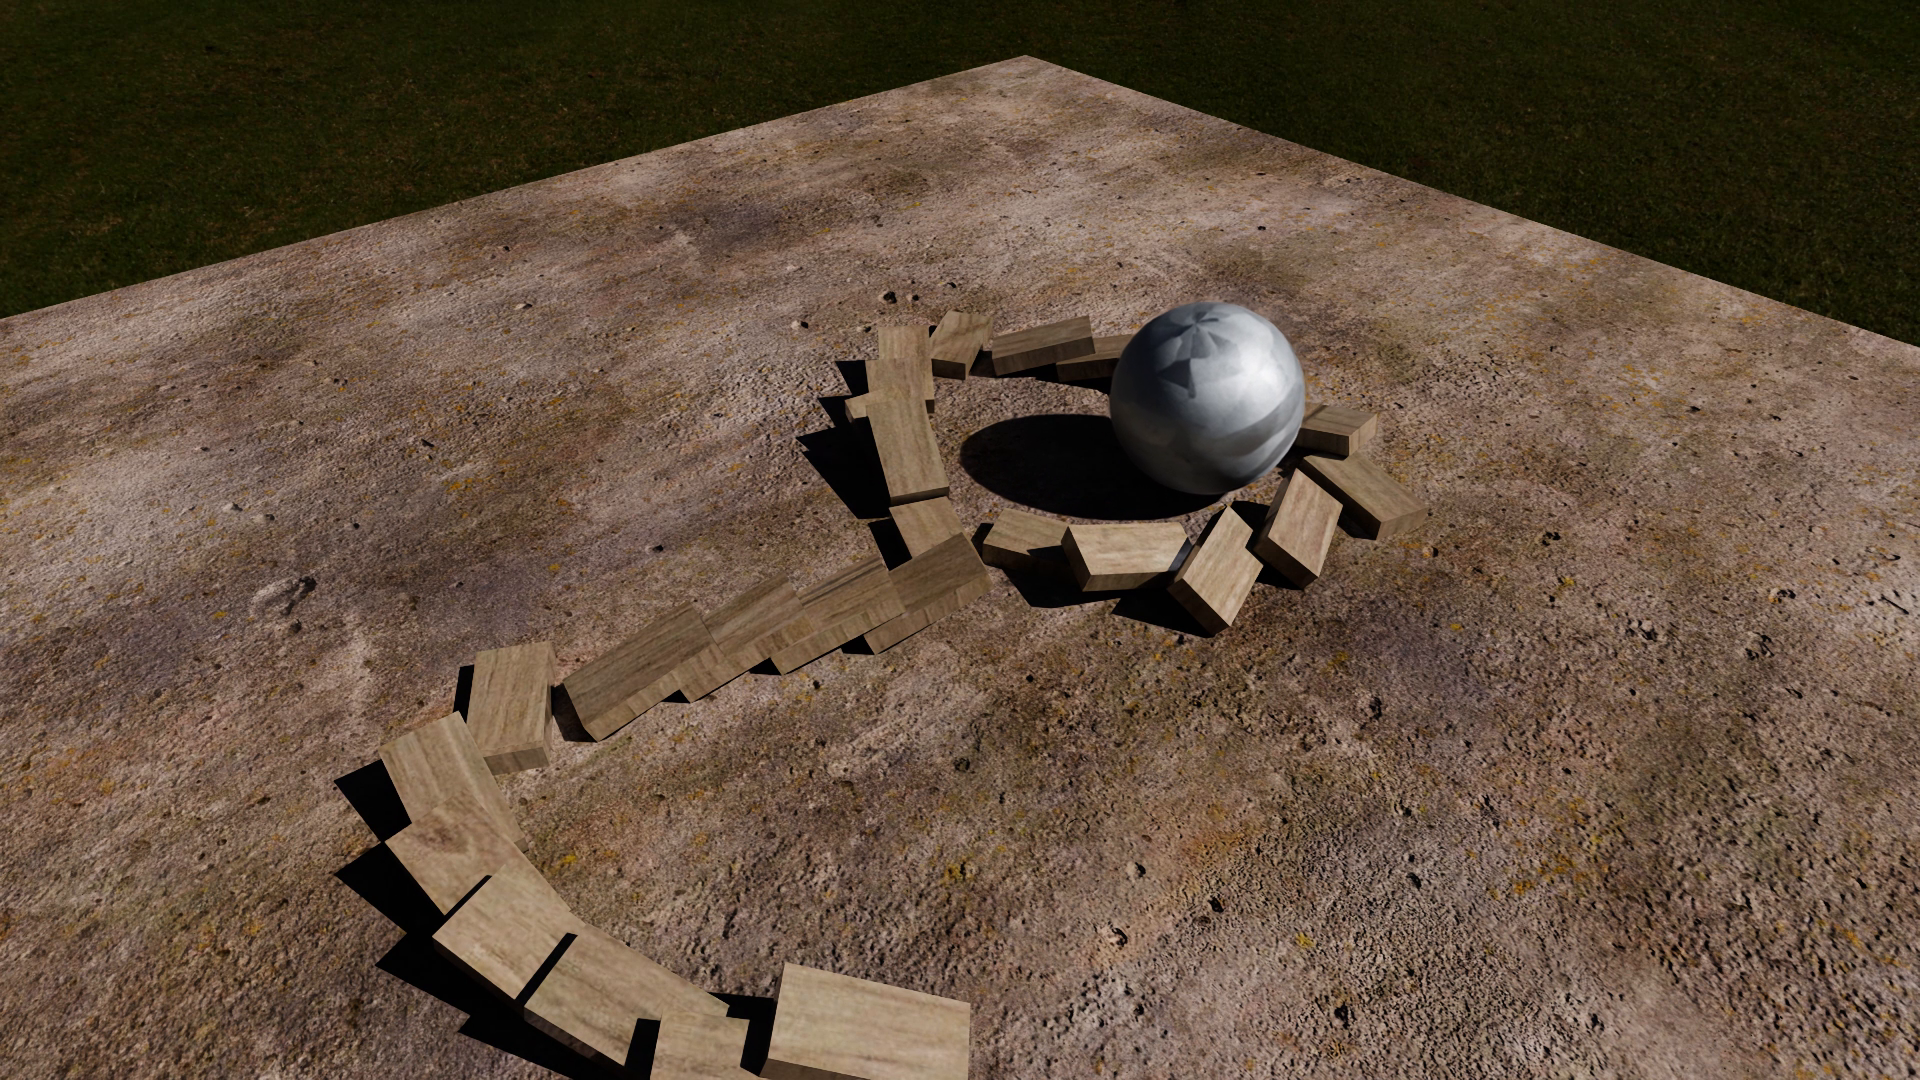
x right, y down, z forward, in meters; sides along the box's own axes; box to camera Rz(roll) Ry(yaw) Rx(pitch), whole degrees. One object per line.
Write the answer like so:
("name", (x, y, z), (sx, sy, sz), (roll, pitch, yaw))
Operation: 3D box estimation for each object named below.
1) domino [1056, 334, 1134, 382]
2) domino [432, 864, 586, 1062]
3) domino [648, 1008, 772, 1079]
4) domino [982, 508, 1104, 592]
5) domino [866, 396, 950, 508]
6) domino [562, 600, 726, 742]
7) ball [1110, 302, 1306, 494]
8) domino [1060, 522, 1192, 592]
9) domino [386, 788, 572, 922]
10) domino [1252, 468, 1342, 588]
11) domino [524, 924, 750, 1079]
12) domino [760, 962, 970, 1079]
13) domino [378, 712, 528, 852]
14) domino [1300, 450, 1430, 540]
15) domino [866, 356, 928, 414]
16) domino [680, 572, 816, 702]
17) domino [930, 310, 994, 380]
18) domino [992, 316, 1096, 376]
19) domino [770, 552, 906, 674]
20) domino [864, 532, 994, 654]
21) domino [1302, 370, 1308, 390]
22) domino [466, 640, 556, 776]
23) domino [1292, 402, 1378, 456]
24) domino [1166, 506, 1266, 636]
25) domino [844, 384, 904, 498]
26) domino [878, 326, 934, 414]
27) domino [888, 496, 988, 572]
("domino", (0.075, -0.091, 0.543), (0.050, 0.009, 0.025), (-3, 35, 22))
("domino", (-0.112, 0.113, 0.295), (0.050, 0.010, 0.025), (32, 47, 10))
("domino", (-0.051, 0.133, 0.270), (0.050, 0.009, 0.025), (13, 38, -12))
("domino", (0.037, 0.004, 0.439), (0.050, 0.010, 0.025), (14, 41, 17))
("domino", (-0.023, -0.038, 0.469), (0.025, 0.010, 0.050), (-11, 58, -10))
("domino", (-0.109, 0.044, 0.378), (0.050, 0.009, 0.025), (-33, 48, -12))
("ball", (0.103, -0.059, 0.460), (0.080, 0.080, 0.080), (0, 39, 0))
("domino", (0.067, 0.006, 0.424), (0.050, 0.010, 0.025), (-2, 48, -22))
("domino", (-0.137, 0.097, 0.313), (0.050, 0.009, 0.025), (41, 52, 17))
("domino", (0.136, -0.005, 0.441), (0.025, 0.009, 0.050), (38, 46, -1))
("domino", (-0.082, 0.123, 0.282), (0.050, 0.009, 0.025), (28, 44, 6))
("domino", (-0.023, 0.126, 0.277), (0.050, 0.009, 0.025), (17, 36, -10))
("domino", (-0.155, 0.079, 0.337), (0.025, 0.009, 0.050), (-26, 61, -28))
("domino", (0.171, -0.021, 0.469), (0.025, 0.010, 0.050), (-16, 42, -19))
("domino", (-0.029, -0.062, 0.508), (0.025, 0.010, 0.050), (-5, 57, -6))
("domino", (-0.079, 0.034, 0.391), (0.050, 0.010, 0.025), (-30, 46, -8))
("domino", (-0.002, -0.101, 0.566), (0.025, 0.010, 0.050), (11, 41, 13))
("domino", (0.042, -0.098, 0.551), (0.050, 0.010, 0.025), (-11, 34, 11))
("domino", (-0.047, 0.026, 0.400), (0.050, 0.010, 0.025), (-27, 44, -5))
("domino", (-0.015, 0.019, 0.407), (0.050, 0.010, 0.025), (-29, 44, -3))
("domino", (0.135, -0.070, 0.517), (0.050, 0.009, 0.025), (3, 35, 30))
("domino", (-0.152, 0.057, 0.374), (0.025, 0.009, 0.050), (-9, 40, -10))
("domino", (0.159, -0.052, 0.497), (0.050, 0.010, 0.025), (19, 41, 43))
("domino", (0.100, 0.011, 0.420), (0.025, 0.009, 0.050), (45, 48, -3))
("domino", (-0.030, -0.044, 0.485), (0.025, 0.009, 0.050), (-19, 60, -15))
("domino", (-0.026, -0.083, 0.535), (0.025, 0.009, 0.050), (-3, 54, -3))
("domino", (-0.009, 0.003, 0.440), (0.025, 0.010, 0.050), (-12, 41, -14))
